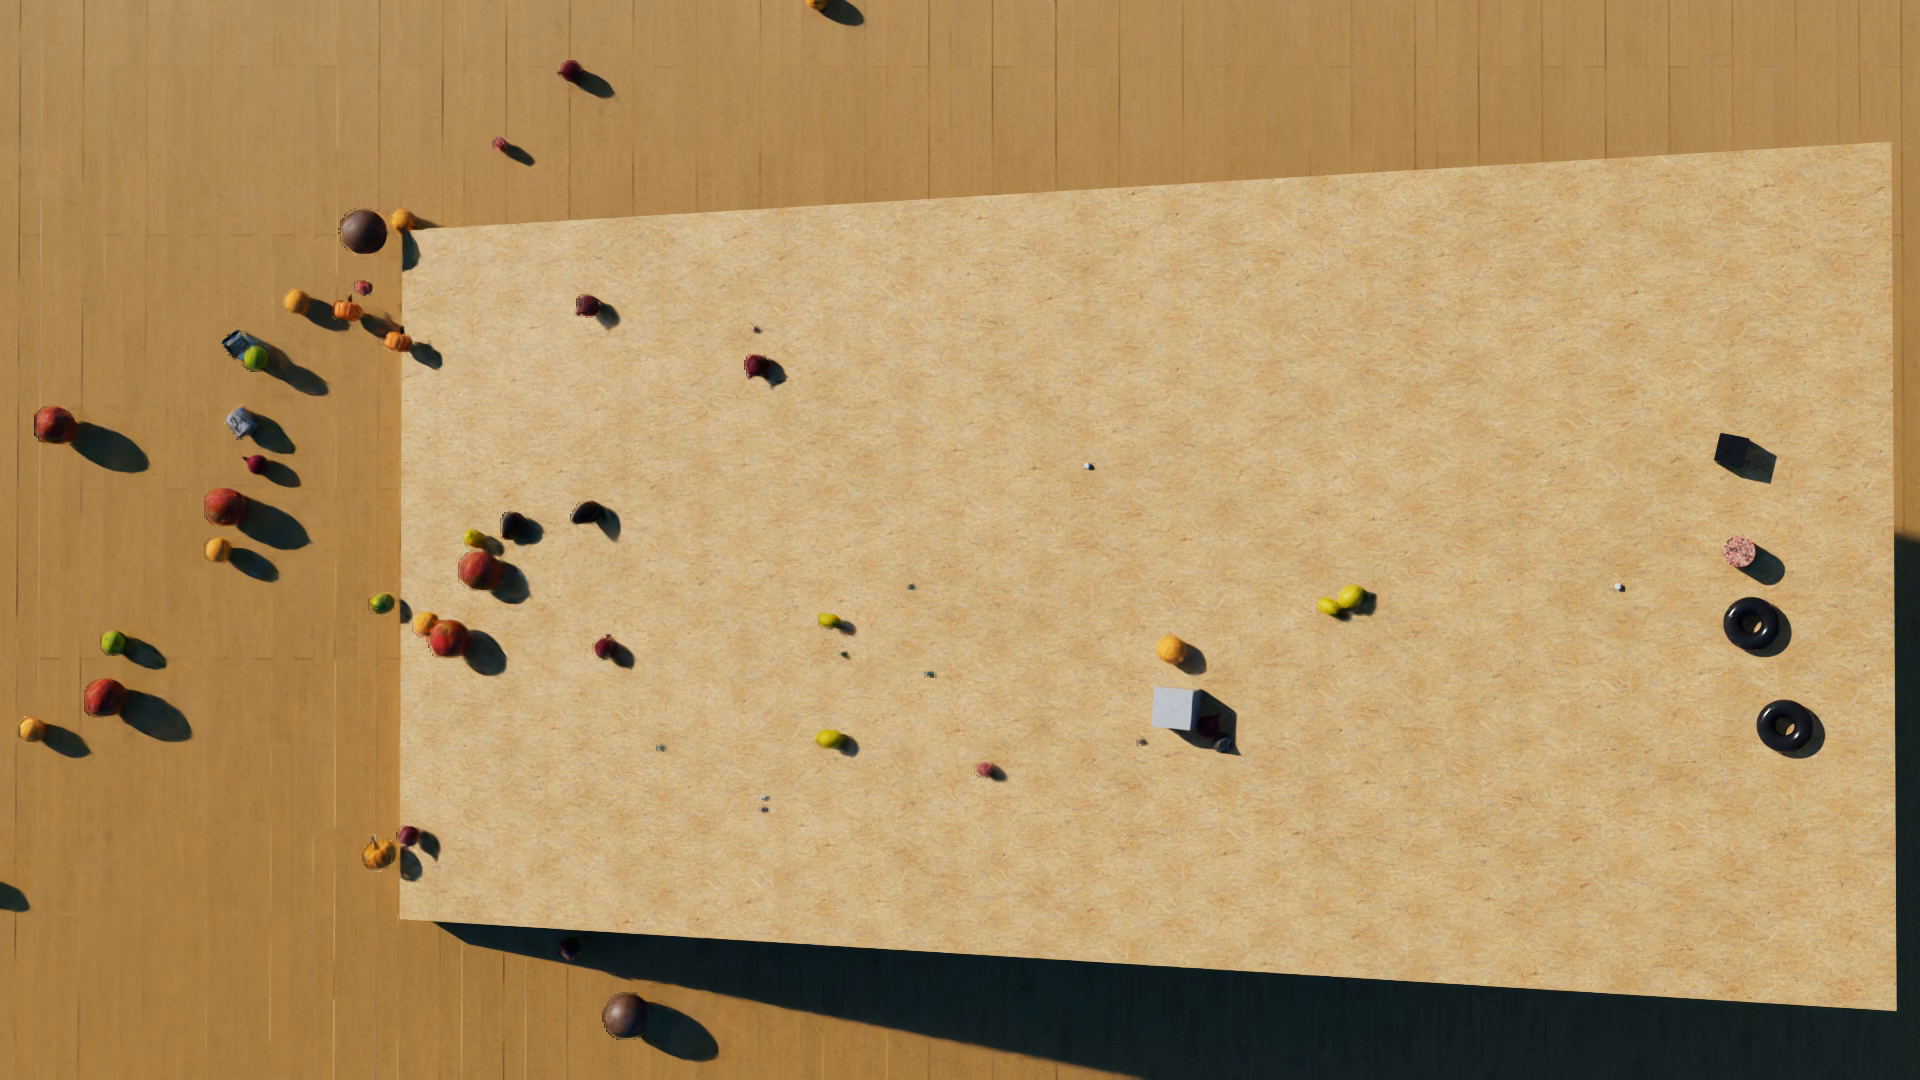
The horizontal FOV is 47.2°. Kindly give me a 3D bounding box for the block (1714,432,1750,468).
[{"bbox_3d":[1.807,-0.210,5.150,0.066,0.066,0.066,13,94,19],"label":"block"}]

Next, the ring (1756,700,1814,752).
[{"bbox_3d":[1.918,0.433,5.116,0.125,0.042,0.125,0,89,21],"label":"ring"}]

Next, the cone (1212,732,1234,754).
[{"bbox_3d":[0.658,0.515,5.551,0.054,0.054,0.054,0,89,19],"label":"cone"}]

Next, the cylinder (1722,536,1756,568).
[{"bbox_3d":[1.820,0.028,5.139,0.072,0.072,0.072,0,89,19],"label":"cylinder"}]

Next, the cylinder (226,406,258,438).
[{"bbox_3d":[-2.107,-0.346,6.455,0.065,0.065,0.065,-37,89,0],"label":"cylinder"}]

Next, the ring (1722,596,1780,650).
[{"bbox_3d":[1.851,0.196,5.142,0.127,0.042,0.127,0,89,18],"label":"ring"}]

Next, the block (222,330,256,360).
[{"bbox_3d":[-2.117,-0.573,6.460,0.061,0.061,0.061,-38,89,0],"label":"block"}]

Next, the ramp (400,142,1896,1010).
[{"bbox_3d":[0.279,0.091,5.771,4.000,0.100,2.000,0,89,19],"label":"ramp"}]

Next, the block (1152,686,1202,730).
[{"bbox_3d":[0.549,0.424,5.566,0.099,0.099,0.099,4,91,19],"label":"block"}]
